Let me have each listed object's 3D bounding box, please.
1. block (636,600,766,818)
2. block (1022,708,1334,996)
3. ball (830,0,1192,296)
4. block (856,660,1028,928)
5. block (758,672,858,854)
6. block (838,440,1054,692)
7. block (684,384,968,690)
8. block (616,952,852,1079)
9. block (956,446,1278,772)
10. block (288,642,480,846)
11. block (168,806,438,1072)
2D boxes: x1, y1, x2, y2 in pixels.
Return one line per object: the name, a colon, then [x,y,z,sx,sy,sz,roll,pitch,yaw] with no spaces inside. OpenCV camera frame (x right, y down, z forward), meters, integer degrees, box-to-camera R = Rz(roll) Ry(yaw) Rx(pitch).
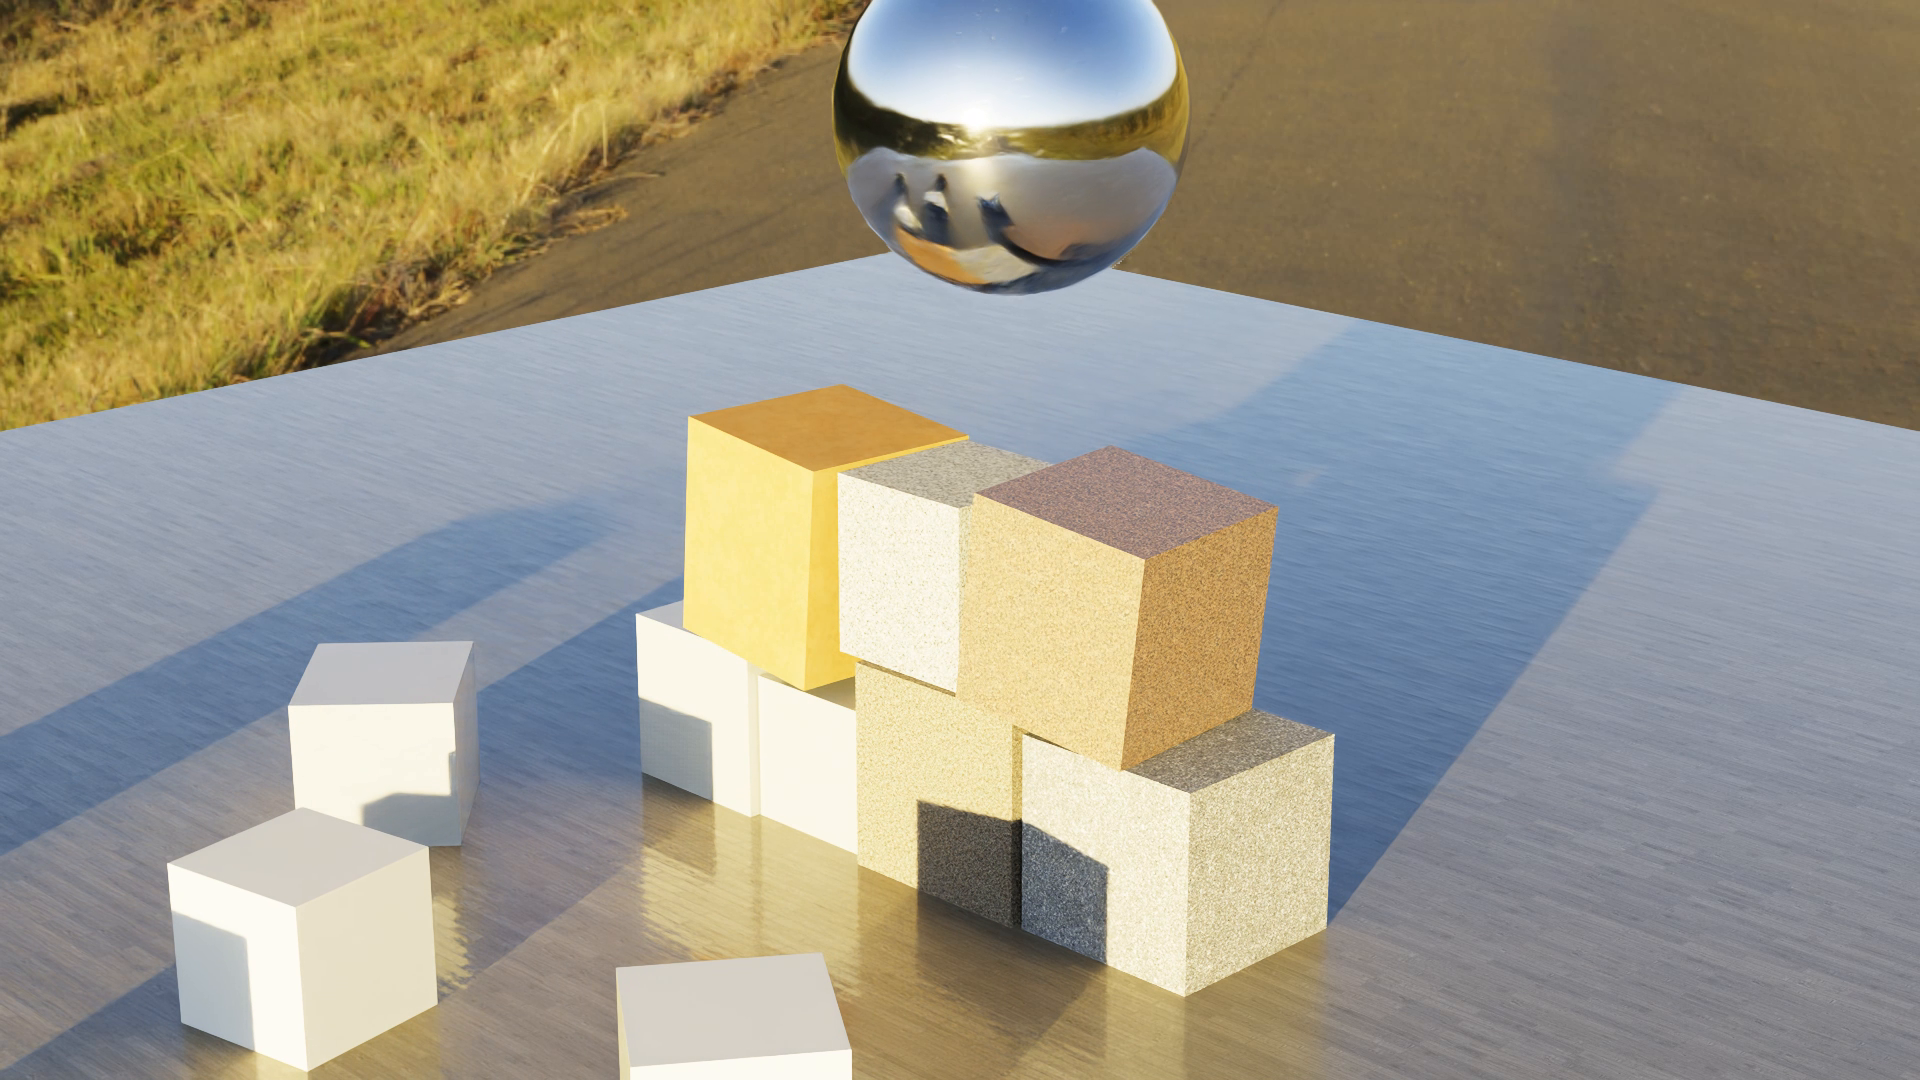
block: [-0.965,0.748,14.576,0.946,0.833,0.828,-17,24,-42]
block: [0.942,1.273,12.766,0.946,0.916,0.953,17,24,42]
ball: [0.228,-1.883,12.989,1.600,1.600,1.600,0,17,0]
block: [0.210,1.031,13.411,0.946,0.991,0.989,-17,24,-42]
block: [-0.389,0.971,14.067,0.866,0.713,0.746,-17,24,-42]
block: [0.009,0.103,13.296,0.800,0.849,0.779,-16,24,-42]
block: [-0.646,-0.035,13.914,0.940,1.069,0.922,-15,27,-40]
block: [-0.822,2.035,10.598,0.765,0.762,0.792,-3,18,-9]
block: [0.671,0.272,12.635,0.912,0.963,0.944,22,28,35]
block: [-2.743,0.971,14.065,0.754,0.713,0.867,-1,17,-3]
block: [-2.685,1.618,12.013,0.742,0.710,0.725,12,21,33]
